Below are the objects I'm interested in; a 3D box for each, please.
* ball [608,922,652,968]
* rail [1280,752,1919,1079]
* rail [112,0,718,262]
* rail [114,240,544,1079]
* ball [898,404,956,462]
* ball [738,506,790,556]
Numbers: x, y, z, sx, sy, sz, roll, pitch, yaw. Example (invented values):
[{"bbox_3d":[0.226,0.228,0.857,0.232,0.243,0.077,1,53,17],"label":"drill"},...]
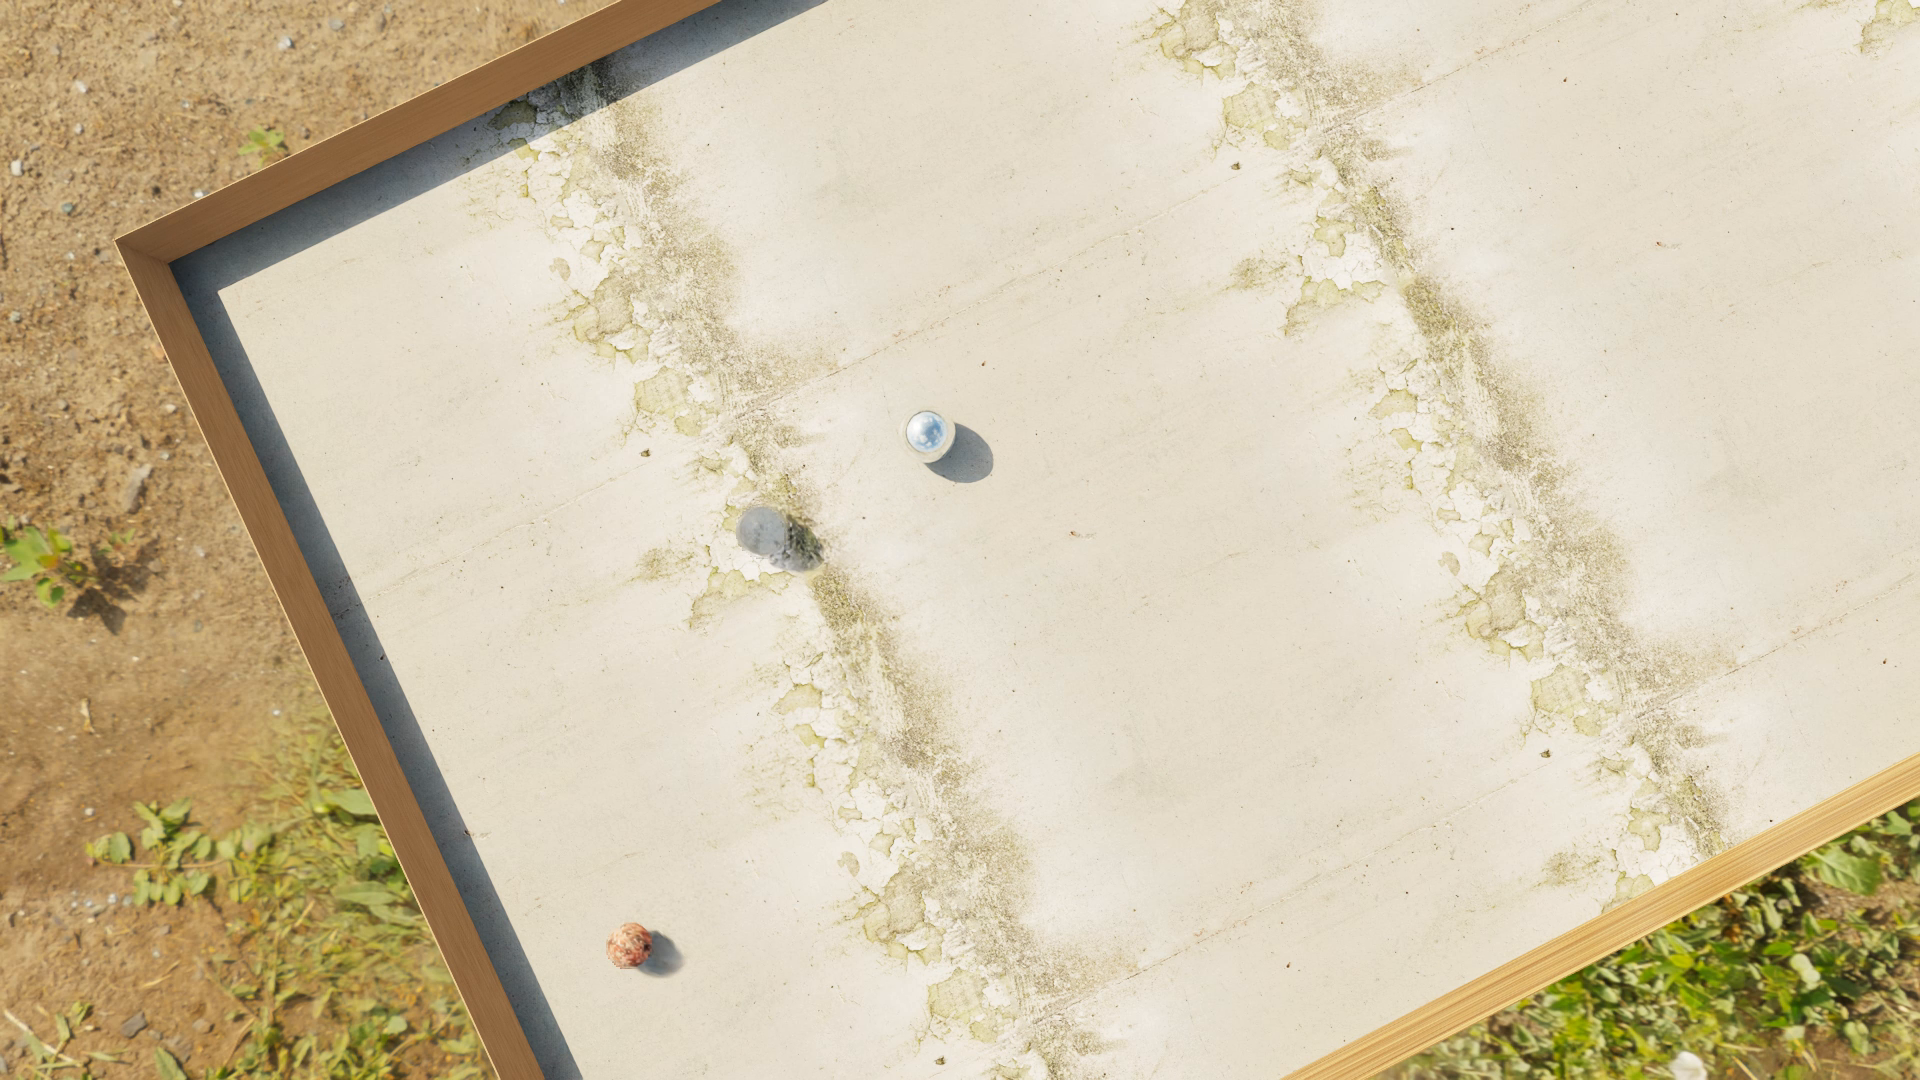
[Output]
[{"bbox_3d":[-0.478,0.587,3.189,0.064,0.064,0.064,0,83,0],"label":"ball"},{"bbox_3d":[1.237,0.410,3.186,3.693,0.112,0.045,-26,84,-3],"label":"rail"},{"bbox_3d":[0.417,-1.229,3.391,3.693,0.112,0.045,-26,84,-3],"label":"rail"},{"bbox_3d":[-0.806,0.395,3.187,0.045,0.112,1.892,-26,84,-3],"label":"rail"},{"bbox_3d":[-0.049,-0.158,3.271,0.086,0.086,0.086,0,83,0],"label":"ball"},{"bbox_3d":[-0.291,-0.014,3.258,0.075,0.075,0.075,0,83,0],"label":"ball"}]
